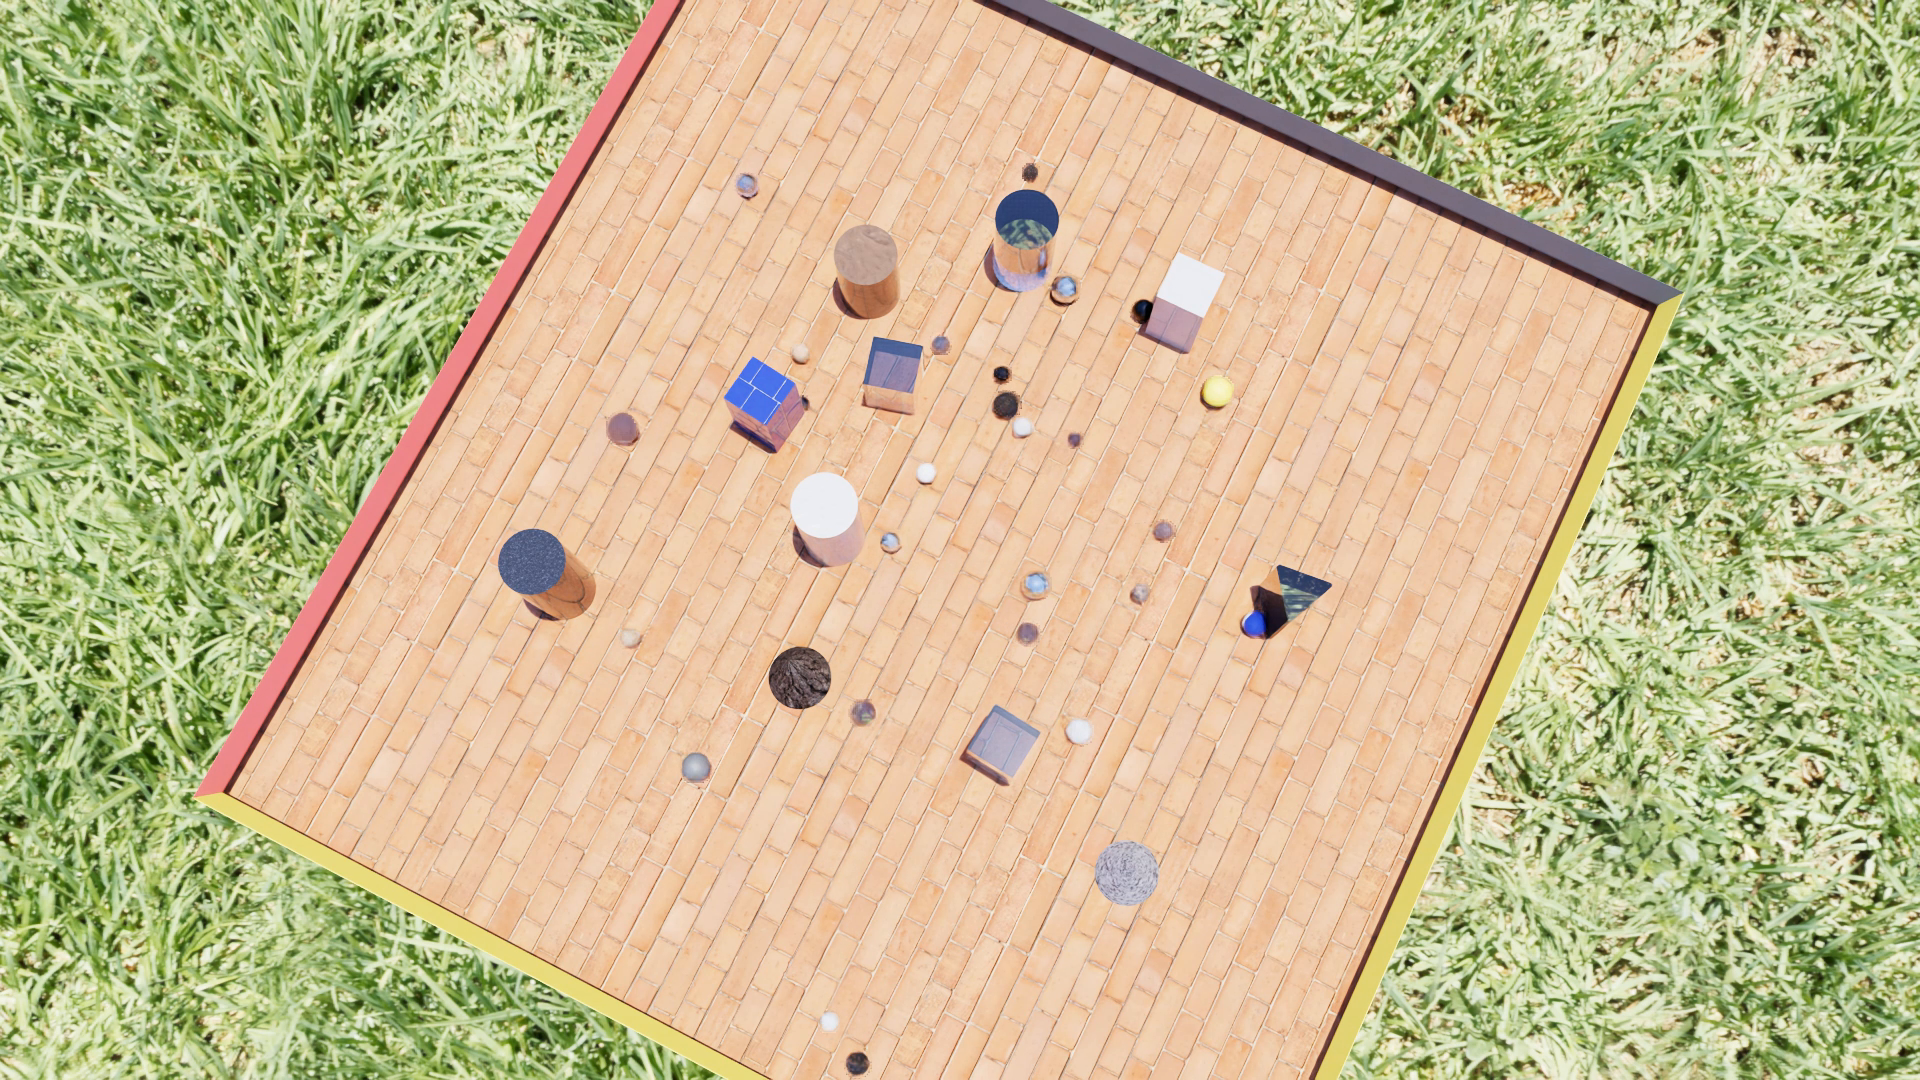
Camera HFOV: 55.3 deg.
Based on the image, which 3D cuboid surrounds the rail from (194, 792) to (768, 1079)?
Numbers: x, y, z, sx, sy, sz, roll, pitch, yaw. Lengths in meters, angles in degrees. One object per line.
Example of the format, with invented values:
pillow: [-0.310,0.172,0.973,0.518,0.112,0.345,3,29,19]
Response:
rail: [-0.746,1.467,5.249,3.306,0.124,0.045,26,80,5]

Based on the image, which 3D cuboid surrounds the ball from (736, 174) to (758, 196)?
ball: [-0.674,-1.126,5.813,0.071,0.071,0.071,0,78,0]

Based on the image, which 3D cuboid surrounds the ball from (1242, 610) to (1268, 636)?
ball: [0.891,0.252,5.525,0.077,0.077,0.077,0,78,0]

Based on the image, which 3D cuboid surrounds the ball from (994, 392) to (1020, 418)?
ball: [0.143,-0.418,5.662,0.081,0.081,0.081,0,78,0]

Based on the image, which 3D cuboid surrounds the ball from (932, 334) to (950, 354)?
ball: [-0.059,-0.611,5.714,0.056,0.056,0.056,0,78,0]

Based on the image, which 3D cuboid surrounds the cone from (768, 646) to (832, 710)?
cone: [-0.483,0.374,5.330,0.191,0.409,0.191,0,78,0]

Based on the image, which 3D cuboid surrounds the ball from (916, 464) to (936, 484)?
ball: [-0.105,-0.204,5.628,0.061,0.061,0.061,0,78,0]

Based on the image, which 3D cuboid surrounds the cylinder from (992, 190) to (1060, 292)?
cylinder: [0.199,-0.914,5.617,0.191,0.370,0.191,0,78,0]

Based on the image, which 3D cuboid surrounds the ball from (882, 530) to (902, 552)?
ball: [-0.208,0.005,5.582,0.065,0.065,0.065,0,78,0]

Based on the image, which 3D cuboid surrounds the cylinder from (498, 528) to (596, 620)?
cylinder: [-1.205,0.105,5.371,0.191,0.439,0.191,0,78,0]

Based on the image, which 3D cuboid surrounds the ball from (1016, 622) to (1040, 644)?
ball: [0.205,0.282,5.523,0.068,0.068,0.068,0,78,0]

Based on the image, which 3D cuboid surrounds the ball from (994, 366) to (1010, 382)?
ball: [0.130,-0.516,5.696,0.053,0.053,0.053,0,78,0]

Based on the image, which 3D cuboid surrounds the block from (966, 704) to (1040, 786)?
block: [0.125,0.599,5.337,0.153,0.304,0.153,32,80,6]

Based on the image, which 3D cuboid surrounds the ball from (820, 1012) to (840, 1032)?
ball: [-0.377,1.392,5.300,0.056,0.056,0.056,0,78,0]

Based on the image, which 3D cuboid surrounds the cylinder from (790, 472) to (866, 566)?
cylinder: [-0.385,-0.055,5.408,0.191,0.430,0.191,0,78,0]

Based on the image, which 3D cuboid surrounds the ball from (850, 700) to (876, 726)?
ball: [-0.288,0.517,5.471,0.077,0.077,0.077,0,78,0]

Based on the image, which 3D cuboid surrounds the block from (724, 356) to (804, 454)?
block: [-0.588,-0.405,5.533,0.153,0.327,0.153,33,80,6]

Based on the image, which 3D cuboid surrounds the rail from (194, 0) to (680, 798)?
rail: [-1.457,-0.707,5.698,0.045,0.124,3.382,26,80,5]

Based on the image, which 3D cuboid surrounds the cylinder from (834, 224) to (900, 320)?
cylinder: [-0.282,-0.820,5.625,0.191,0.316,0.191,0,78,0]

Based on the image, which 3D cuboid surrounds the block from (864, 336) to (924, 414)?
block: [-0.200,-0.500,5.600,0.153,0.236,0.153,11,79,2]

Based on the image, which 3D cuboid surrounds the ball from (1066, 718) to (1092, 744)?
ball: [0.355,0.569,5.459,0.077,0.077,0.077,0,78,0]

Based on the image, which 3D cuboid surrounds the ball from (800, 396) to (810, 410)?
ball: [-0.487,-0.425,5.683,0.041,0.041,0.041,0,78,0]

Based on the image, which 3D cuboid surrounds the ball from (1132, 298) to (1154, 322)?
ball: [0.573,-0.719,5.730,0.069,0.069,0.069,0,78,0]

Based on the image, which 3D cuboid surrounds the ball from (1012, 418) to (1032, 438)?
ball: [0.191,-0.348,5.657,0.061,0.061,0.061,0,78,0]

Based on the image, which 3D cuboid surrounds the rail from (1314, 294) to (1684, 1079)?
rail: [1.457,0.720,5.403,0.045,0.124,3.382,26,80,5]

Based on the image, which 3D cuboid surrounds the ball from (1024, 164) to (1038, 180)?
ball: [0.225,-1.170,5.834,0.047,0.047,0.047,0,78,0]

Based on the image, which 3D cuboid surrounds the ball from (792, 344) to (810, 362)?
ball: [-0.495,-0.581,5.707,0.058,0.058,0.058,0,78,0]

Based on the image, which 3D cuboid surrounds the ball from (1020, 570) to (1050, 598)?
ball: [0.228,0.134,5.544,0.088,0.088,0.088,0,78,0]

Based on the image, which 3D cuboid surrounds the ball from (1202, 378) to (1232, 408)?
ball: [0.796,-0.456,5.663,0.093,0.093,0.093,0,78,0]

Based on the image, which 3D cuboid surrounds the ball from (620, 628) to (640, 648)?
ball: [-0.993,0.294,5.525,0.060,0.060,0.060,0,78,0]

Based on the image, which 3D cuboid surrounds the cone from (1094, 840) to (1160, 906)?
cone: [0.493,0.954,5.272,0.191,0.288,0.191,0,78,0]

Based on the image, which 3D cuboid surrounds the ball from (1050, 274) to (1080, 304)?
ball: [0.329,-0.786,5.733,0.089,0.089,0.089,0,78,0]

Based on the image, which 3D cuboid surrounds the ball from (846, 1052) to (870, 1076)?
ball: [-0.295,1.507,5.270,0.068,0.068,0.068,0,78,0]

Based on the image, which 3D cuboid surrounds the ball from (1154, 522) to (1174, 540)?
ball: [0.622,-0.029,5.593,0.058,0.058,0.058,0,78,0]

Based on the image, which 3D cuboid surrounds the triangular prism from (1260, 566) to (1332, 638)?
triangular prism: [0.958,0.160,5.415,0.165,0.331,0.143,-39,81,-7]

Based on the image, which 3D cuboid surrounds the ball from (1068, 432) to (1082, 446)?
ball: [0.354,-0.312,5.658,0.045,0.045,0.045,0,78,0]

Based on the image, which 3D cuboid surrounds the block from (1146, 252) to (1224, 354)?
block: [0.683,-0.719,5.588,0.153,0.347,0.153,26,79,5]

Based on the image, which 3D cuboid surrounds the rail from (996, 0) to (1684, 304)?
rail: [0.746,-1.454,5.853,3.306,0.124,0.045,26,80,5]

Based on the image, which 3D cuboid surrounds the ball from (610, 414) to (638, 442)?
ball: [-1.035,-0.344,5.639,0.085,0.085,0.085,0,78,0]

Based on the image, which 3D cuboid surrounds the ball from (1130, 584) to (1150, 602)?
ball: [0.546,0.162,5.554,0.056,0.056,0.056,0,78,0]

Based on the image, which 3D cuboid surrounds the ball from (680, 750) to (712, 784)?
ball: [-0.783,0.673,5.434,0.095,0.095,0.095,0,78,0]
